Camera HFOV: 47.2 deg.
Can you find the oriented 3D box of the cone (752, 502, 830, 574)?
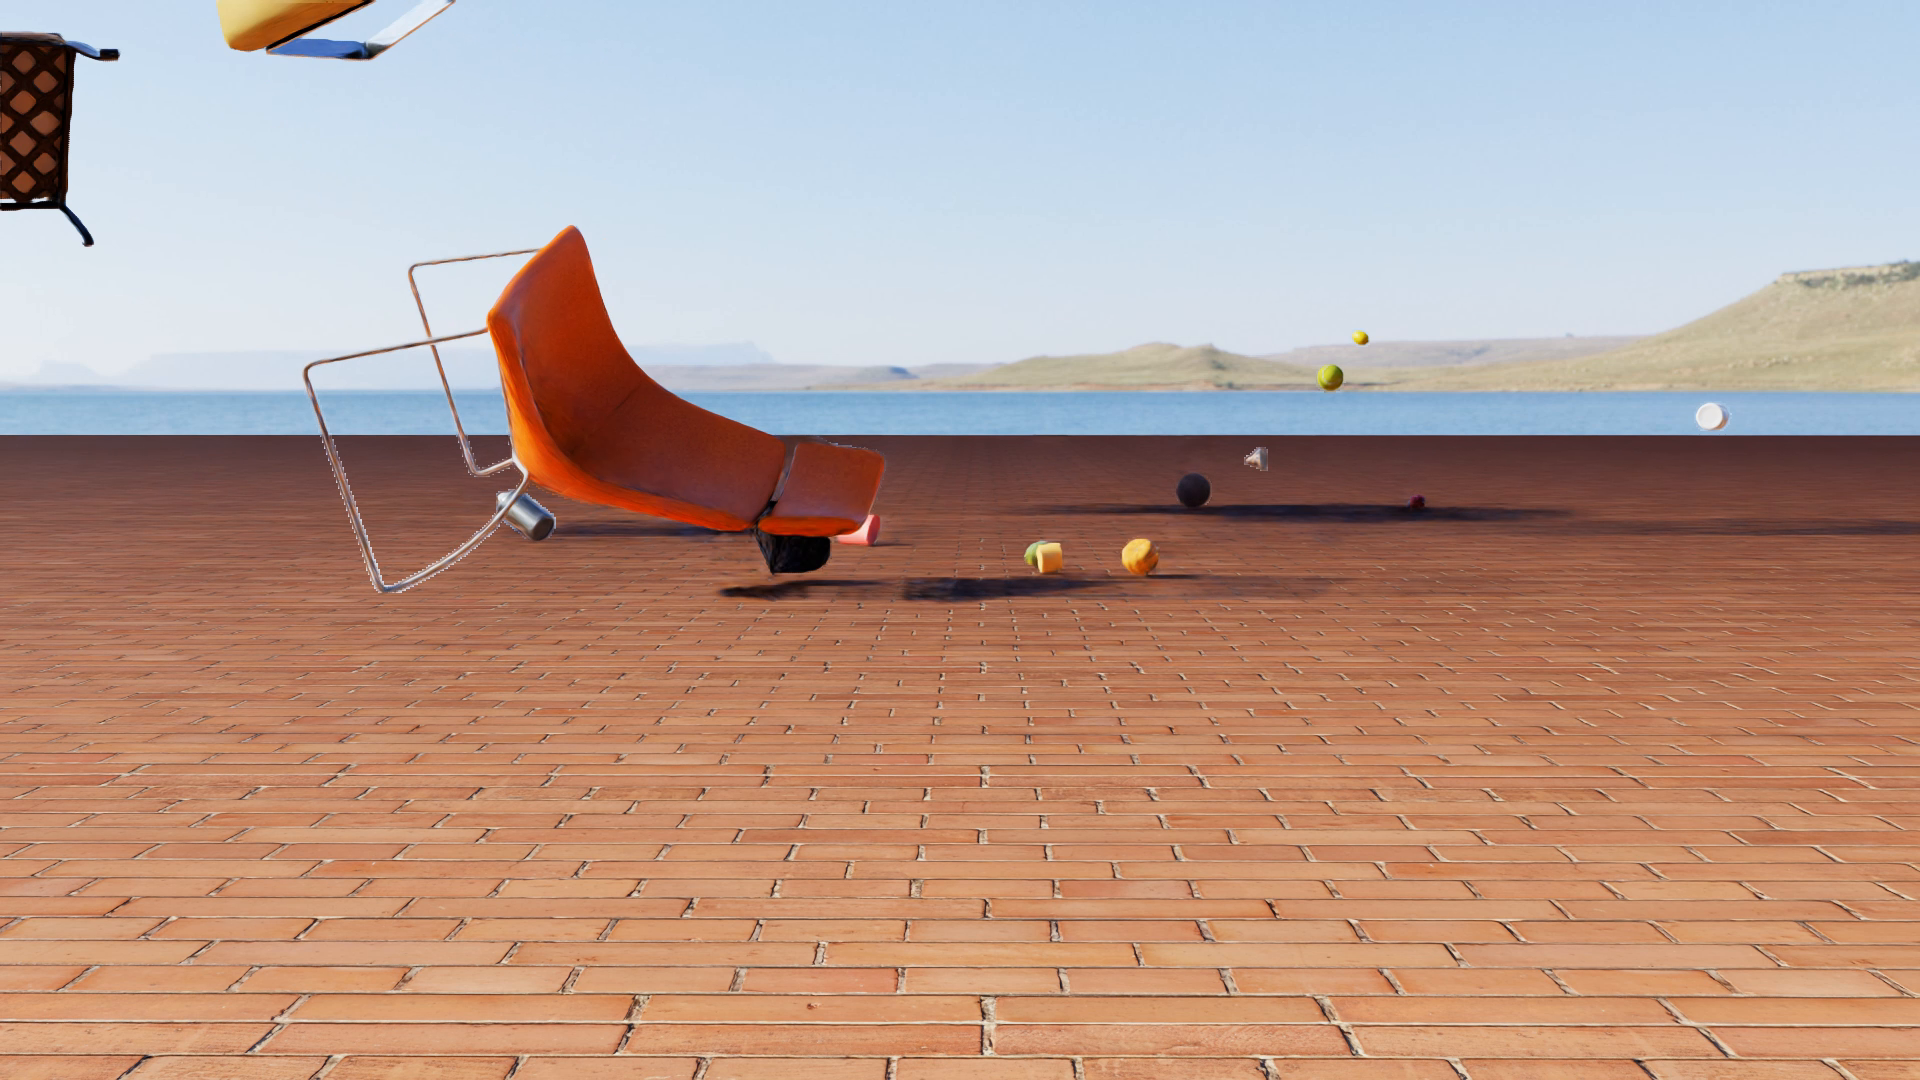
[{"bbox_3d":[-0.409,0.035,5.041,0.194,0.232,0.121,16,49,11],"label":"cone"}]

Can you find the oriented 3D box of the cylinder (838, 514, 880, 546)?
[{"bbox_3d":[-0.290,-0.031,6.344,0.097,0.099,0.051,2,-26,32],"label":"cylinder"}]

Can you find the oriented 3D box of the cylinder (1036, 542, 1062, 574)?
[{"bbox_3d":[0.218,0.044,5.347,0.050,0.074,0.060,-9,36,-9],"label":"cylinder"}]
